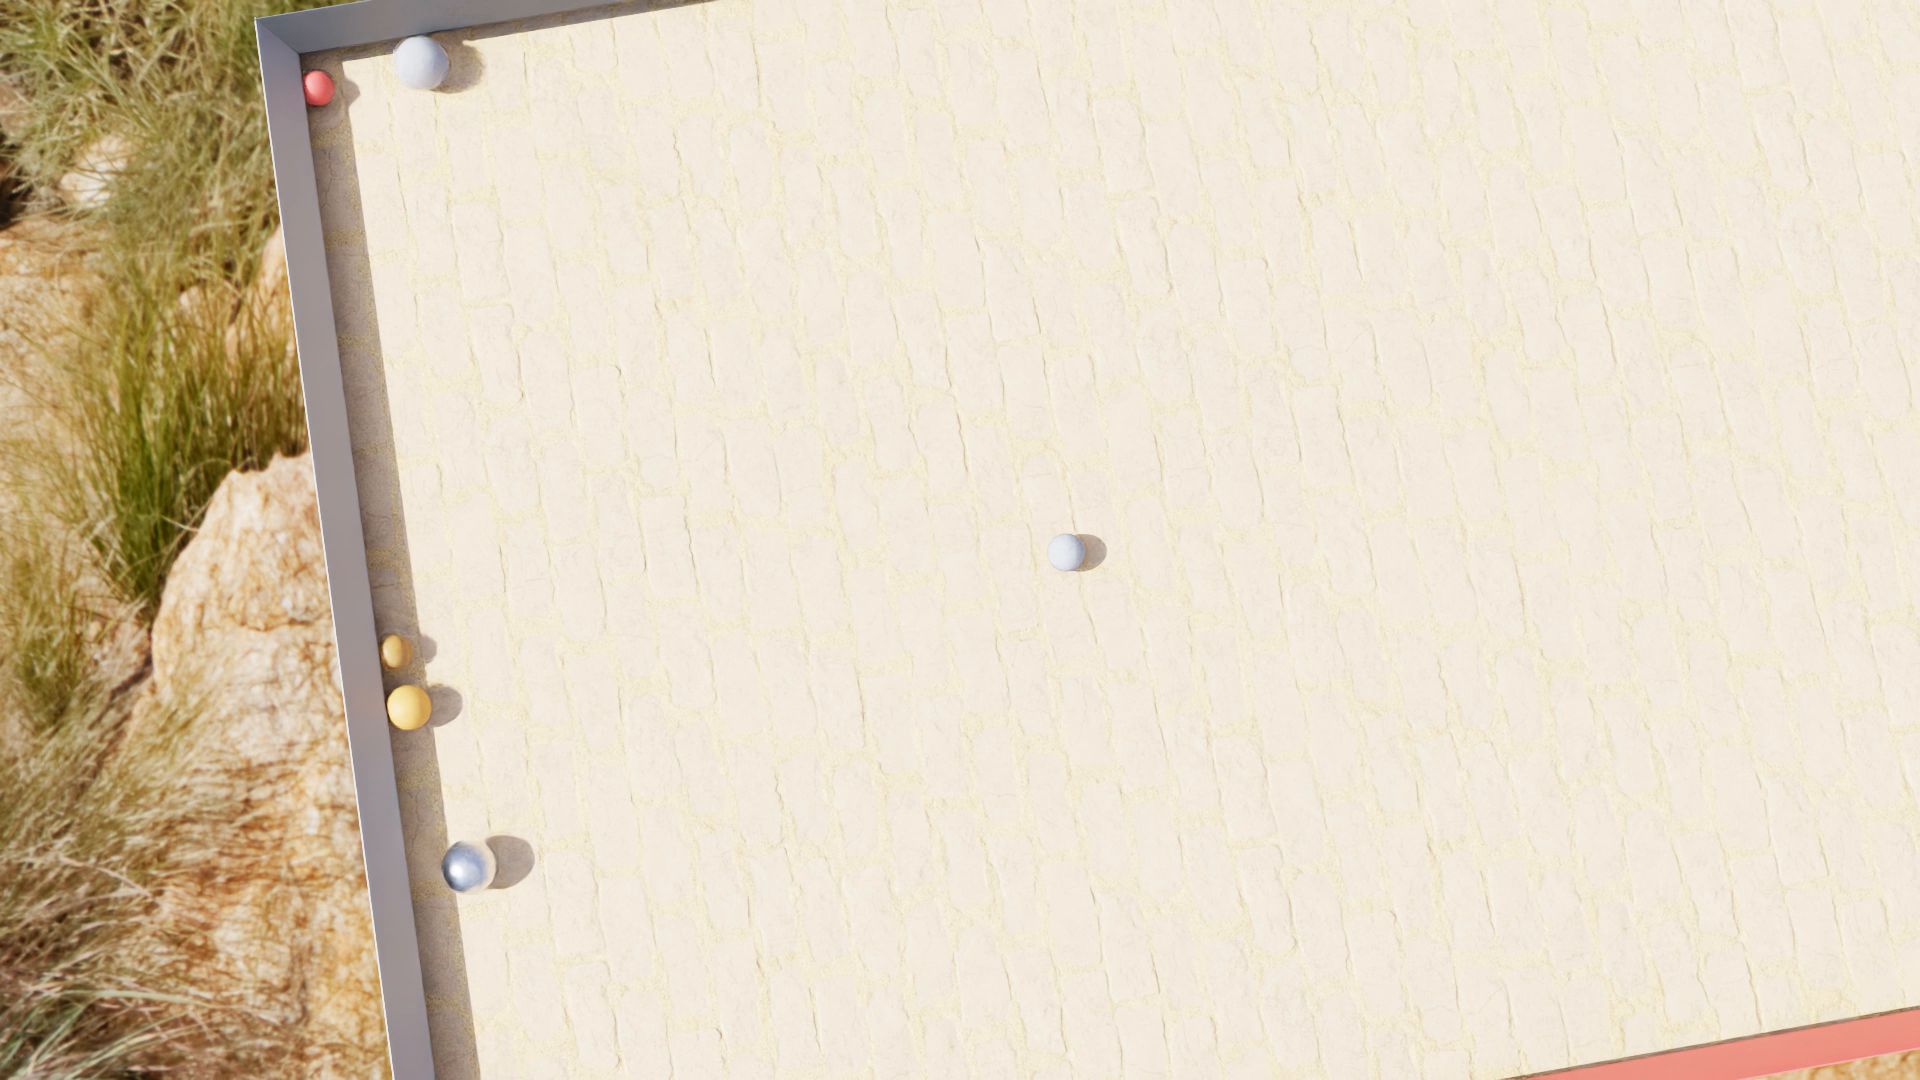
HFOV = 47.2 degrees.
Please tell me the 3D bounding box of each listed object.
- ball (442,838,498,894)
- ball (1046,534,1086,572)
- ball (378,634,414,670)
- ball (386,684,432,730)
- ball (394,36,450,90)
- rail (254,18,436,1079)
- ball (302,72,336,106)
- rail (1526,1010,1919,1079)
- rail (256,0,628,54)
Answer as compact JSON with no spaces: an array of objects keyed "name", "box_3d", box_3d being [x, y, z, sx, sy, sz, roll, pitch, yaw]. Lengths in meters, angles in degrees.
[{"name":"ball","box_3d":[-0.712,0.473,3.194,0.080,0.080,0.080,0,82,0]},{"name":"ball","box_3d":[0.158,0.019,3.271,0.057,0.057,0.057,0,82,0]},{"name":"ball","box_3d":[-0.836,0.165,3.252,0.053,0.053,0.053,0,82,0]},{"name":"ball","box_3d":[-0.811,0.246,3.234,0.066,0.066,0.066,0,82,0]},{"name":"ball","box_3d":[-0.825,-0.731,3.368,0.082,0.082,0.082,0,82,0]},{"name":"rail","box_3d":[-0.879,0.146,3.228,0.045,0.106,1.902,-10,82,-1]},{"name":"ball","box_3d":[-0.987,-0.693,3.377,0.053,0.053,0.053,0,82,0]},{"name":"rail","box_3d":[1.059,0.749,3.140,3.662,0.106,0.045,-10,82,-1]},{"name":"rail","box_3d":[0.746,-1.061,3.403,3.662,0.106,0.045,-10,82,-1]}]
